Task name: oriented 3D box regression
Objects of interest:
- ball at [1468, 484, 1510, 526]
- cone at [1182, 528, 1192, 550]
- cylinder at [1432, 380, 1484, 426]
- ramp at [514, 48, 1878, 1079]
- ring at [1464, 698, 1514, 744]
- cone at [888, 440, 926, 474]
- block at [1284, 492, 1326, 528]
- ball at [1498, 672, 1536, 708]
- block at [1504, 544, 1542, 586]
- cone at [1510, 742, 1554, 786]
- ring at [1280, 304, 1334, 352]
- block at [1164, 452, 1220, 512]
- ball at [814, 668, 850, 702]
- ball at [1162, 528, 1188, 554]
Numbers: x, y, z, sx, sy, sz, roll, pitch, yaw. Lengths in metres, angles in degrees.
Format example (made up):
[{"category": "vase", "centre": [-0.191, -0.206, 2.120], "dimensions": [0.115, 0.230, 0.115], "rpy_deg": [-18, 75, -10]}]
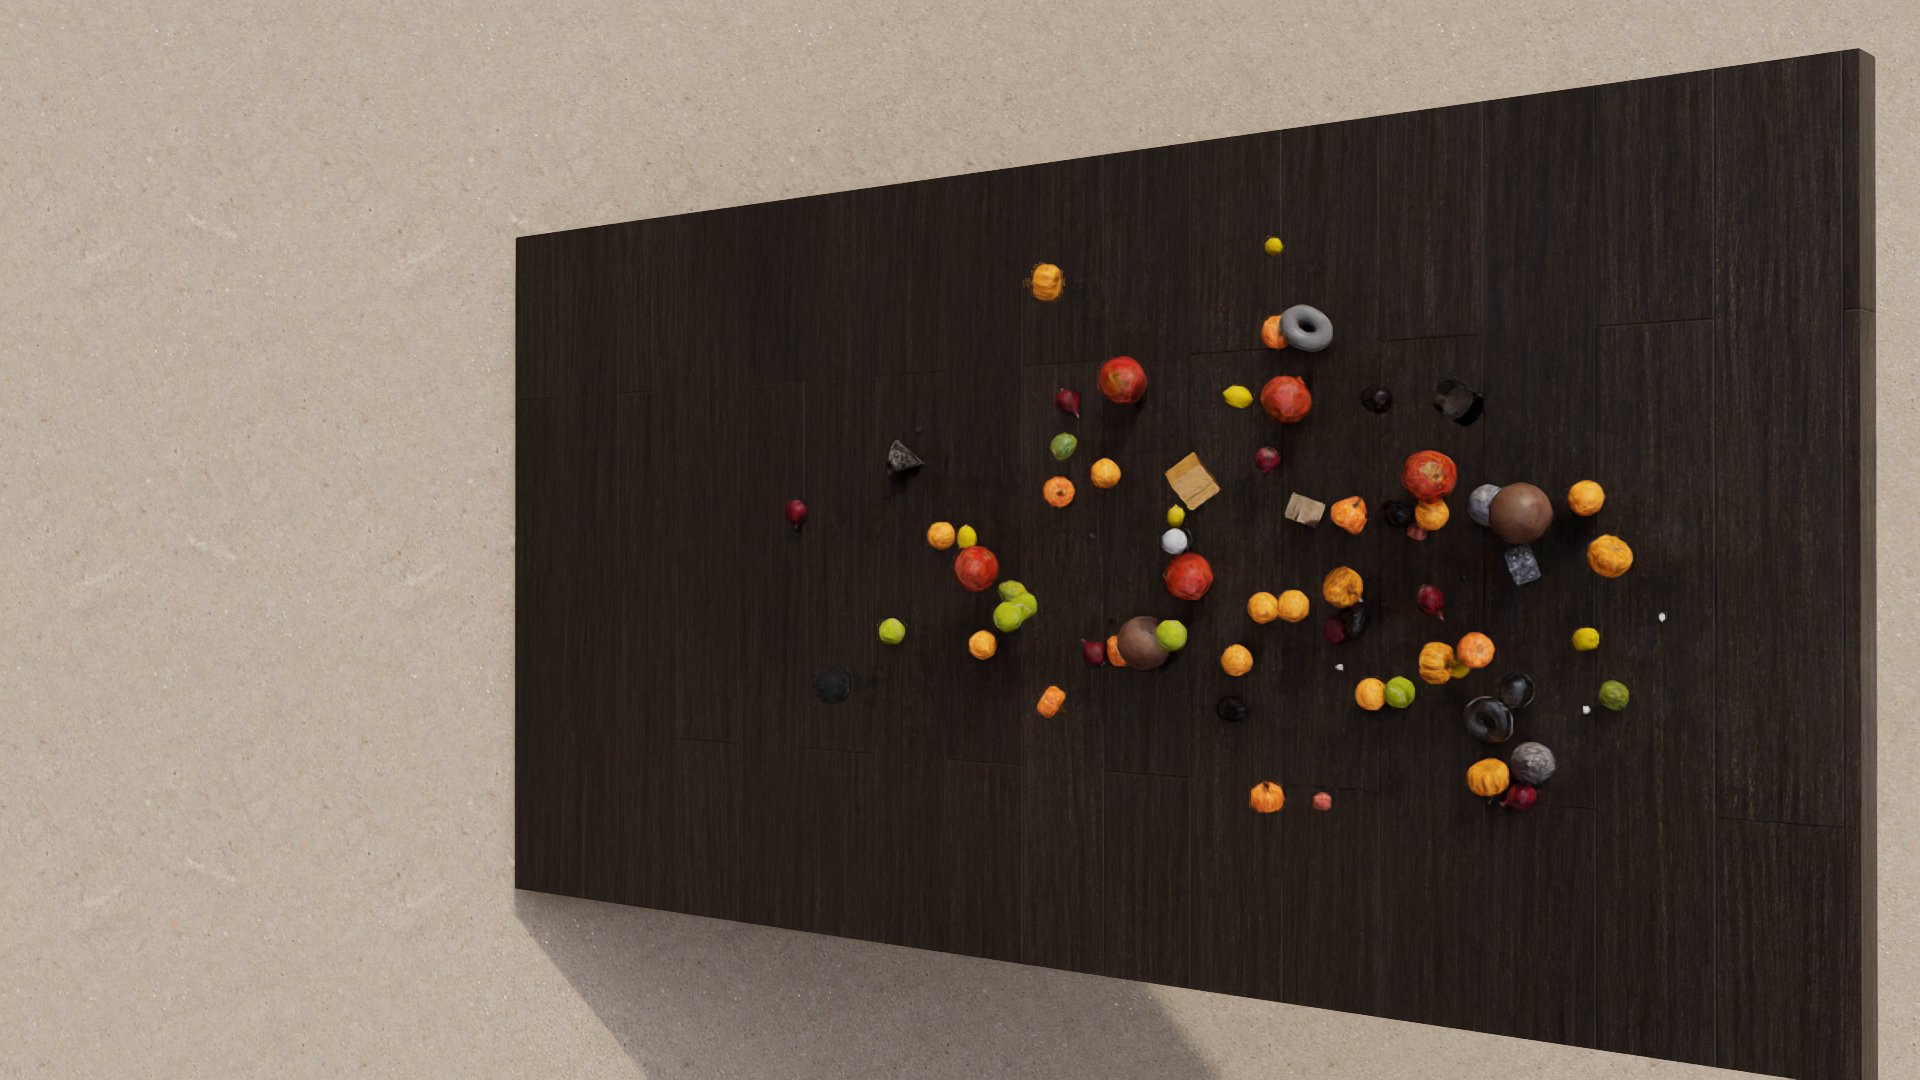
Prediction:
[{"category": "ball", "centre": [1.121, -0.074, 4.665], "dimensions": [0.088, 0.088, 0.088], "rpy_deg": [0, 90, 0]}, {"category": "cone", "centre": [0.511, -0.002, 5.173], "dimensions": [0.053, 0.053, 0.053], "rpy_deg": [-5, 90, 32]}, {"category": "cylinder", "centre": [1.053, -0.291, 4.647], "dimensions": [0.076, 0.076, 0.076], "rpy_deg": [-12, 121, -21]}, {"category": "ramp", "centre": [0.213, 0.062, 5.529], "dimensions": [4.000, 0.100, 2.000], "rpy_deg": [0, 90, 39]}, {"category": "ring", "centre": [1.124, 0.384, 4.676], "dimensions": [0.111, 0.037, 0.111], "rpy_deg": [19, 125, 30]}, {"category": "cone", "centre": [-0.132, -0.208, 5.722], "dimensions": [0.090, 0.090, 0.090], "rpy_deg": [12, 90, 12]}, {"category": "block", "centre": [0.776, -0.066, 4.948], "dimensions": [0.057, 0.057, 0.057], "rpy_deg": [20, 92, -24]}, {"category": "ball", "centre": [1.171, 0.315, 4.625], "dimensions": [0.076, 0.076, 0.076], "rpy_deg": [0, 90, 0]}, {"category": "block", "centre": [1.180, 0.052, 4.610], "dimensions": [0.054, 0.054, 0.054], "rpy_deg": [-21, 45, 16]}, {"category": "cone", "centre": [1.190, 0.469, 4.587], "dimensions": [0.092, 0.092, 0.092], "rpy_deg": [-1, 88, 20]}, {"category": "ring", "centre": [0.778, -0.475, 4.933], "dimensions": [0.126, 0.042, 0.126], "rpy_deg": [8, 52, -10]}, {"category": "block", "centre": [0.530, -0.134, 5.013], "dimensions": [0.082, 0.082, 0.082], "rpy_deg": [-37, 109, 10]}, {"category": "ball", "centre": [-0.339, 0.385, 5.854], "dimensions": [0.093, 0.093, 0.093], "rpy_deg": [0, 90, 0]}, {"category": "ball", "centre": [0.487, 0.004, 4.998], "dimensions": [0.059, 0.059, 0.059], "rpy_deg": [0, 90, 0]}]
